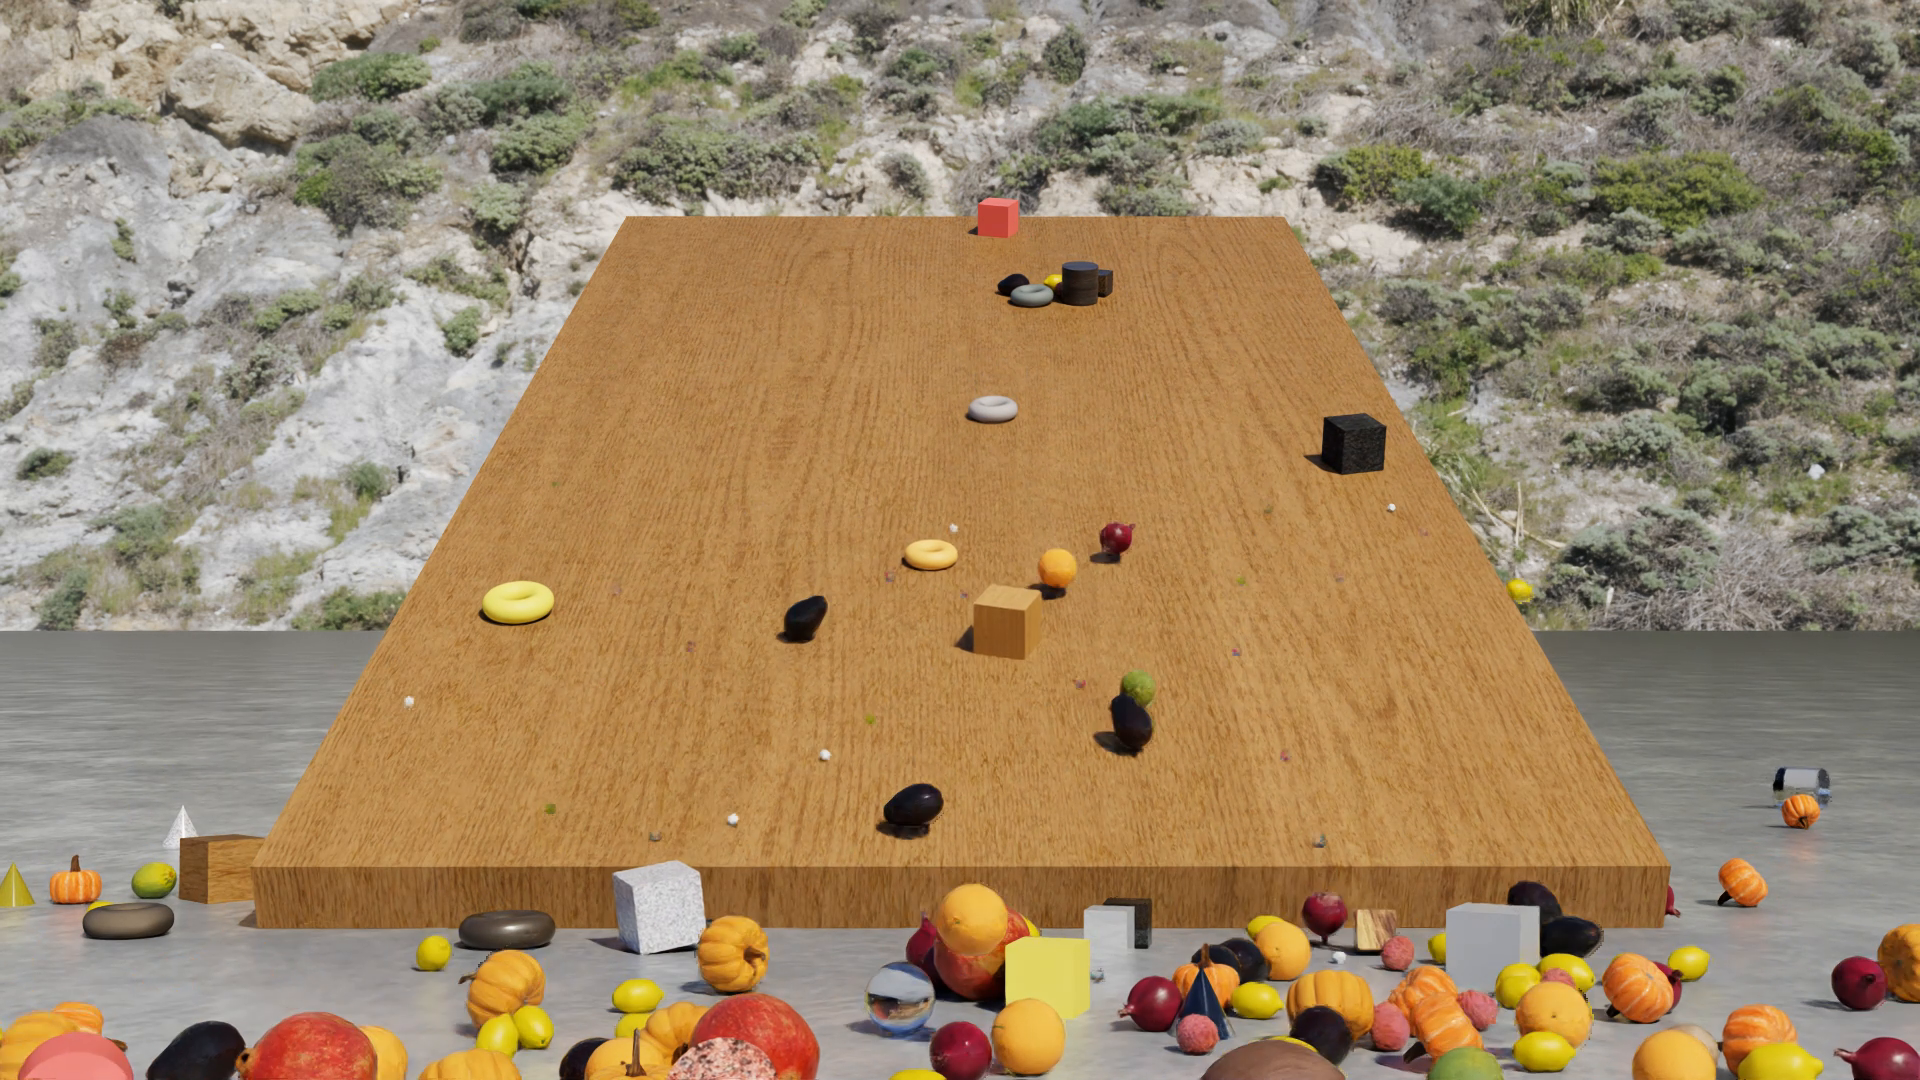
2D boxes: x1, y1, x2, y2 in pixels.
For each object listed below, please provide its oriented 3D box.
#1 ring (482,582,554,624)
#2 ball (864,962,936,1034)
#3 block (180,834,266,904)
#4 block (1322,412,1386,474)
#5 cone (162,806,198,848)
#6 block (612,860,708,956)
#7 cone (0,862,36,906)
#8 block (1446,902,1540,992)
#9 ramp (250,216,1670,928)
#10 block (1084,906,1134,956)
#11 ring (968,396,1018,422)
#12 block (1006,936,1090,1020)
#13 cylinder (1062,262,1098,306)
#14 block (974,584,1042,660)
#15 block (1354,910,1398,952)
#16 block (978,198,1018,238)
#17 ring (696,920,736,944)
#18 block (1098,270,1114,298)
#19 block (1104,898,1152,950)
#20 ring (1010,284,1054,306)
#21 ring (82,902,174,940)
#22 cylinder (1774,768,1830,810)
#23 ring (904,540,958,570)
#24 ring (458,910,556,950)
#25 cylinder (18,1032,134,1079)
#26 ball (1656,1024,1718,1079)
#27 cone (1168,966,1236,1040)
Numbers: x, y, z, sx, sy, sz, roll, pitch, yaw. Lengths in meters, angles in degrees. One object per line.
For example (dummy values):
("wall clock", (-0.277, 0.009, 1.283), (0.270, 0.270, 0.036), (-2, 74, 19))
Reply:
("ring", (-0.784, 0.111, 4.053), (0.127, 0.042, 0.127), (-1, 22, 0))
("ball", (-0.063, 0.485, 2.419), (0.075, 0.075, 0.075), (0, -2, 0))
("block", (-1.163, 0.518, 3.601), (0.096, 0.096, 0.096), (2, -3, -45))
("block", (0.826, -0.202, 4.794), (0.097, 0.097, 0.097), (-6, 22, -16))
("cone", (-1.524, 0.559, 4.476), (0.078, 0.078, 0.078), (0, -2, 0))
("block", (-0.400, 0.488, 3.041), (0.093, 0.093, 0.093), (-9, 7, -25))
("cone", (-1.464, 0.530, 3.532), (0.066, 0.066, 0.066), (0, -2, 0))
("block", (0.643, 0.490, 2.754), (0.090, 0.090, 0.090), (-1, -2, 29))
("ramp", (-0.006, -0.216, 5.097), (2.000, 0.100, 4.000), (0, 21, 0))
("block", (0.197, 0.516, 3.019), (0.057, 0.057, 0.057), (-1, -2, 15))
("ring", (0.074, -0.293, 5.107), (0.112, 0.037, 0.112), (-1, 22, 0))
("block", (0.099, 0.488, 2.552), (0.077, 0.077, 0.077), (-1, -2, 17))
("cylinder", (0.316, -0.675, 6.013), (0.096, 0.096, 0.096), (0, 21, 0))
("block", (0.081, 0.141, 3.911), (0.092, 0.092, 0.092), (7, 22, 18))
("block", (0.546, 0.513, 3.002), (0.051, 0.051, 0.051), (0, -14, 6))
("block", (0.113, -0.949, 6.724), (0.094, 0.094, 0.094), (8, 22, 19))
("ring", (-0.347, 0.535, 3.121), (0.079, 0.026, 0.079), (-1, -1, 0))
("block", (0.369, -0.685, 6.091), (0.060, 0.060, 0.060), (9, 23, 22))
("block", (0.226, 0.517, 3.079), (0.060, 0.060, 0.060), (0, -2, 10))
("ring", (0.189, -0.643, 6.009), (0.115, 0.038, 0.115), (-3, 23, 1))
("ring", (-1.158, 0.531, 3.181), (0.121, 0.040, 0.121), (-1, -2, 0))
("cylinder", (1.975, 0.582, 5.355), (0.096, 0.096, 0.096), (-2, -3, 40))
("ring", (-0.054, 0.028, 4.284), (0.101, 0.034, 0.101), (1, 20, 0))
("ring", (-0.610, 0.525, 3.076), (0.129, 0.043, 0.129), (-1, -2, 0))
("cylinder", (-0.722, 0.455, 1.861), (0.093, 0.093, 0.093), (1, -2, -21))
("ball", (0.686, 0.484, 2.154), (0.056, 0.056, 0.056), (0, -2, 0))
("cone", (0.255, 0.486, 2.411), (0.072, 0.072, 0.072), (0, -2, 0))
